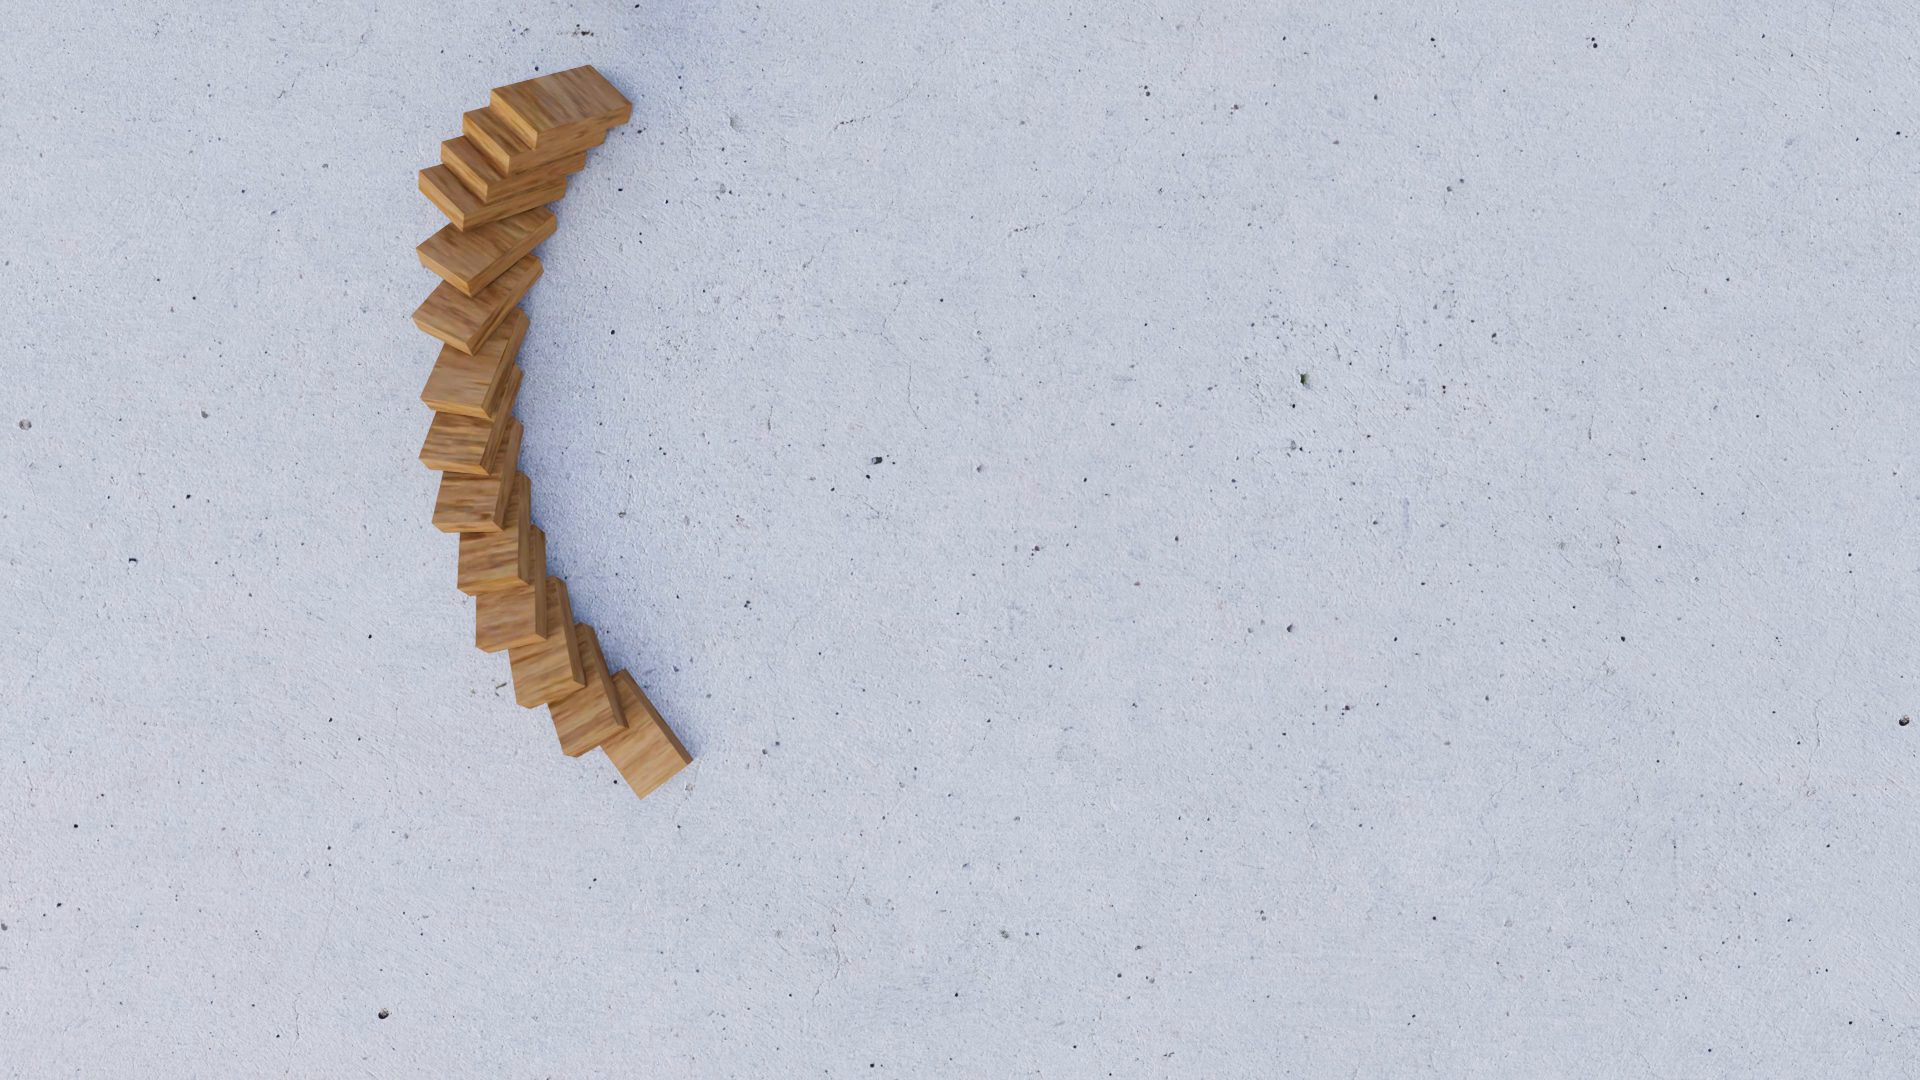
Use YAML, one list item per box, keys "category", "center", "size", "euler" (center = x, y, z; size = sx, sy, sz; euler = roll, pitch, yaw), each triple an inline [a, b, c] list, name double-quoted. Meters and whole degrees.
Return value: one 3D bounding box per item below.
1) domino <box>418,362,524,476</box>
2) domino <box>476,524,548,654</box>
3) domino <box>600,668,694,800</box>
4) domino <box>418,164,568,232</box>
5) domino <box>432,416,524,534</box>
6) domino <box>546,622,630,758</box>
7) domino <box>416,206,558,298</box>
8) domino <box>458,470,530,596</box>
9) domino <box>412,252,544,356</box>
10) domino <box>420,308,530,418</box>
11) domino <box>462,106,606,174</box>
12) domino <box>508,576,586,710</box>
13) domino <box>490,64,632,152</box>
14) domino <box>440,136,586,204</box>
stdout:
- category: "domino"
  center: [-0.205, -0.053, 0.385]
  size: [0.025, 0.010, 0.050]
  euler: [6, 66, 0]
- category: "domino"
  center: [-0.189, 0.020, 0.386]
  size: [0.025, 0.010, 0.050]
  euler: [-13, 66, 0]
- category: "domino"
  center: [-0.141, 0.083, 0.395]
  size: [0.025, 0.010, 0.050]
  euler: [-37, 90, 0]
- category: "domino"
  center: [-0.192, -0.147, 0.380]
  size: [0.025, 0.009, 0.050]
  euler: [44, 48, 1]
- category: "domino"
  center: [-0.202, -0.028, 0.386]
  size: [0.025, 0.009, 0.050]
  euler: [-2, 66, 0]
- category: "domino"
  center: [-0.160, 0.063, 0.386]
  size: [0.025, 0.009, 0.050]
  euler: [-30, 67, 0]
- category: "domino"
  center: [-0.197, -0.126, 0.384]
  size: [0.025, 0.009, 0.050]
  euler: [34, 61, 0]
- category: "domino"
  center: [-0.196, -0.003, 0.386]
  size: [0.025, 0.009, 0.050]
  euler: [-11, 66, 0]
- category: "domino"
  center: [-0.202, -0.104, 0.386]
  size: [0.025, 0.010, 0.050]
  euler: [26, 66, 0]
- category: "domino"
  center: [-0.203, -0.076, 0.385]
  size: [0.025, 0.010, 0.050]
  euler: [9, 66, 0]
- category: "domino"
  center: [-0.175, -0.170, 0.380]
  size: [0.025, 0.010, 0.050]
  euler: [43, 48, 0]
- category: "domino"
  center: [-0.176, 0.043, 0.385]
  size: [0.025, 0.010, 0.050]
  euler: [-22, 66, 0]
- category: "domino"
  center: [-0.164, -0.180, 0.380]
  size: [0.025, 0.009, 0.050]
  euler: [43, 48, 0]
- category: "domino"
  center: [-0.184, -0.159, 0.380]
  size: [0.025, 0.009, 0.050]
  euler: [43, 48, 0]
